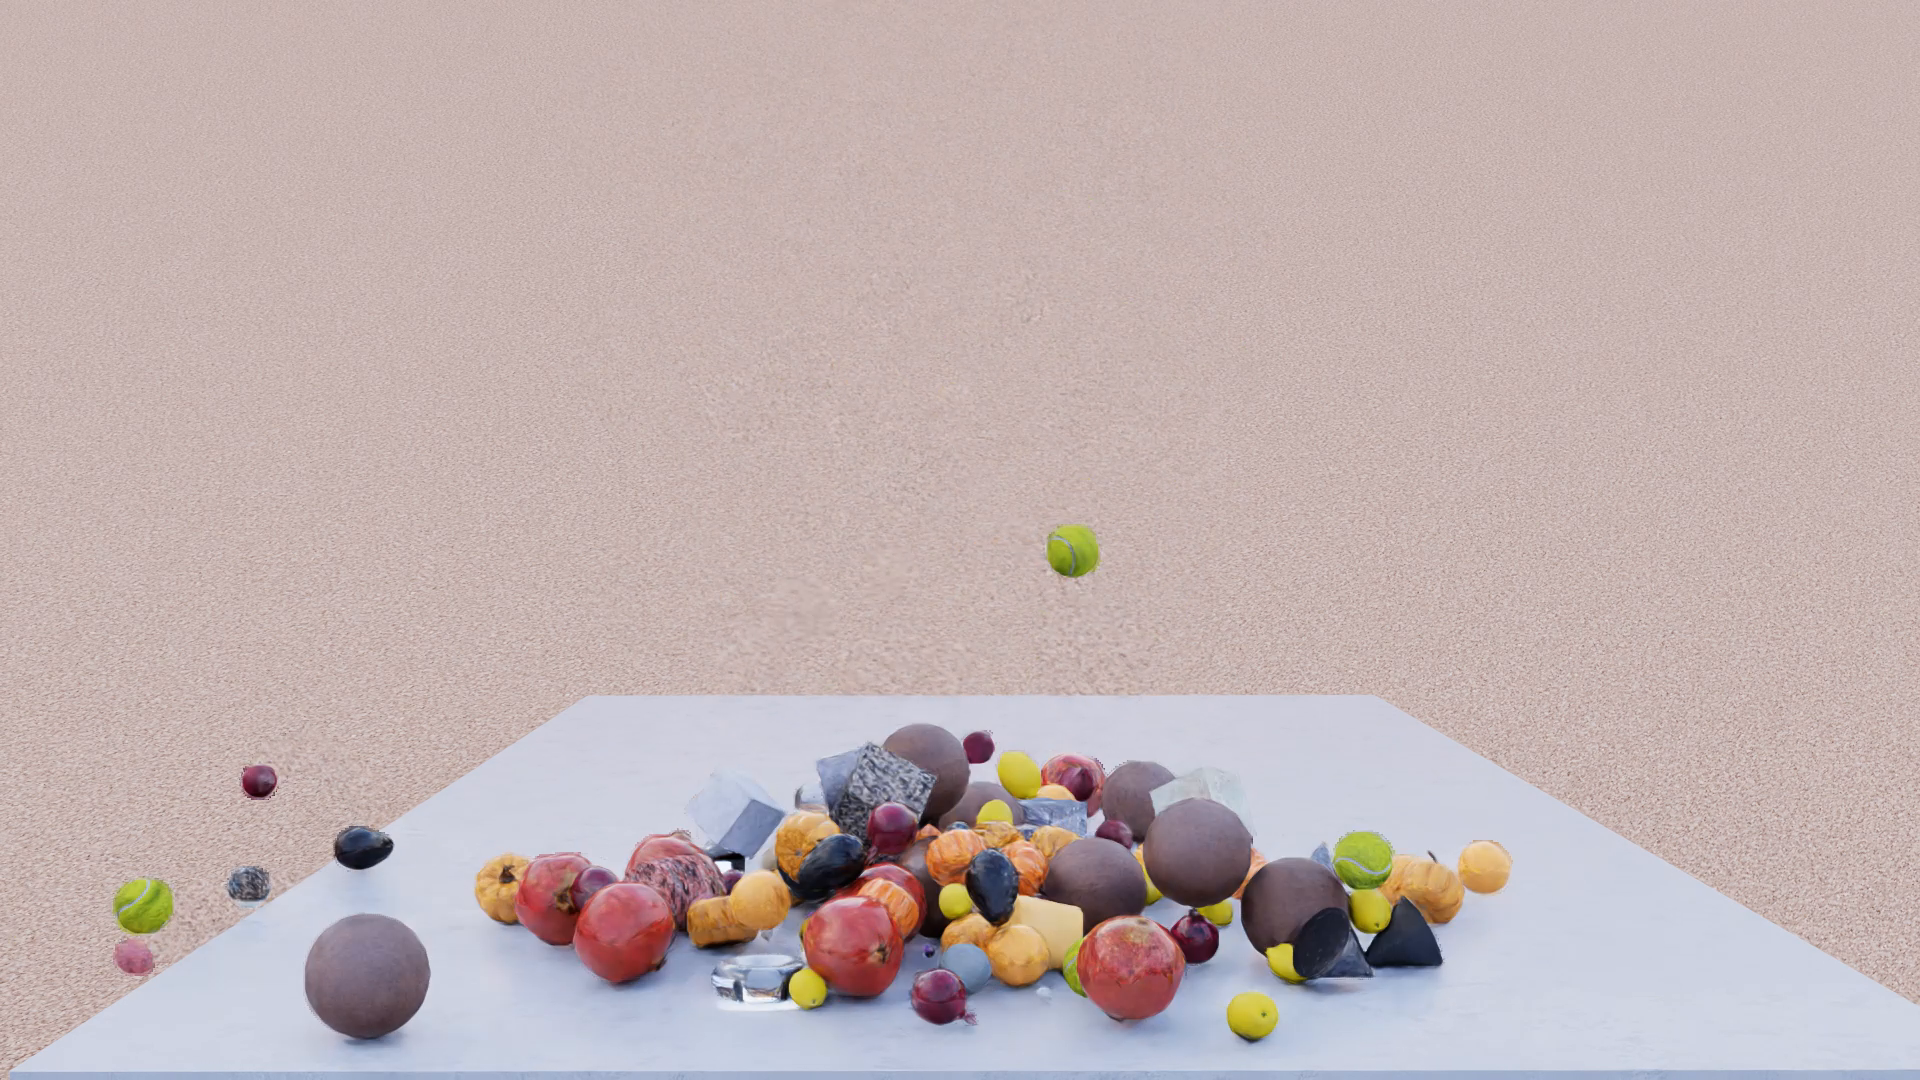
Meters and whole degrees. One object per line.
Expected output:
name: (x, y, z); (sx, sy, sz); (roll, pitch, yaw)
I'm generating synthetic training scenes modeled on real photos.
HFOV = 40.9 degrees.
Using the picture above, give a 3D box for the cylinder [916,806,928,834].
cylinder: (-0.081, 0.386, 3.554); (0.055, 0.055, 0.055); (13, 21, 27)

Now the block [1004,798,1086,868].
block: (0.127, 0.438, 3.858); (0.089, 0.089, 0.089); (1, 2, 36)

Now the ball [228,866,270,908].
ball: (-0.958, 0.468, 3.472); (0.055, 0.055, 0.055); (0, 25, 0)

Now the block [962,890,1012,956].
block: (0.053, 0.464, 3.104); (0.062, 0.062, 0.062); (-2, -26, 40)

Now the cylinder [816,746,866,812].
cylinder: (-0.150, 0.332, 3.554); (0.081, 0.081, 0.081); (-16, 27, -5)

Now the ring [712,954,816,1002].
ring: (-0.221, 0.494, 2.906); (0.119, 0.040, 0.119); (0, 1, 0)

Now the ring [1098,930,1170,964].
ring: (0.211, 0.492, 3.118); (0.089, 0.030, 0.089); (-1, 2, 0)

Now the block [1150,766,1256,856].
block: (0.332, 0.375, 3.531); (0.091, 0.091, 0.091); (-29, -27, 30)

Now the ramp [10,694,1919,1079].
ramp: (0.056, 0.510, 4.552); (2.000, 0.100, 4.000); (0, 2, 0)

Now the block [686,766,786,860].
block: (-0.291, 0.354, 3.351); (0.076, 0.076, 0.076); (40, 5, 38)

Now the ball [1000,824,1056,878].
ball: (0.097, 0.447, 3.683); (0.082, 0.082, 0.082); (0, 25, 0)

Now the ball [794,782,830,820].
ball: (-0.209, 0.373, 3.683); (0.056, 0.056, 0.056); (0, 25, 0)

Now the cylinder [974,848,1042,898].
cylinder: (0.062, 0.442, 3.315); (0.087, 0.087, 0.087); (2, -11, 0)

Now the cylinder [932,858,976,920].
cylinder: (0.009, 0.457, 3.378); (0.067, 0.067, 0.067); (-14, 28, -30)

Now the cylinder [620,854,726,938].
cylinder: (-0.366, 0.453, 3.291); (0.095, 0.095, 0.095); (21, 15, 38)

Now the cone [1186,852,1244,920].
cone: (0.324, 0.465, 3.373); (0.079, 0.079, 0.079); (8, 52, 17)

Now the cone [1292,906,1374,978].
cone: (0.444, 0.480, 2.946); (0.090, 0.090, 0.090); (34, 13, -24)

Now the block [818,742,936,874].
block: (-0.105, 0.342, 3.294); (0.099, 0.099, 0.099); (27, 39, -3)

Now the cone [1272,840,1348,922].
cone: (0.461, 0.430, 3.319); (0.099, 0.099, 0.099); (8, 60, 17)

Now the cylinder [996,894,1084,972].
cylinder: (0.094, 0.462, 3.029); (0.078, 0.078, 0.078); (14, 21, -16)

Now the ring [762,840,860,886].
ring: (-0.211, 0.464, 3.700); (0.148, 0.049, 0.148); (-1, 3, 0)

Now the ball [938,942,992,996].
ball: (0.005, 0.484, 2.903); (0.060, 0.060, 0.060); (0, 25, 0)

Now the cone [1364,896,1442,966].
cone: (0.510, 0.487, 3.072); (0.092, 0.092, 0.092); (-27, 30, -8)
